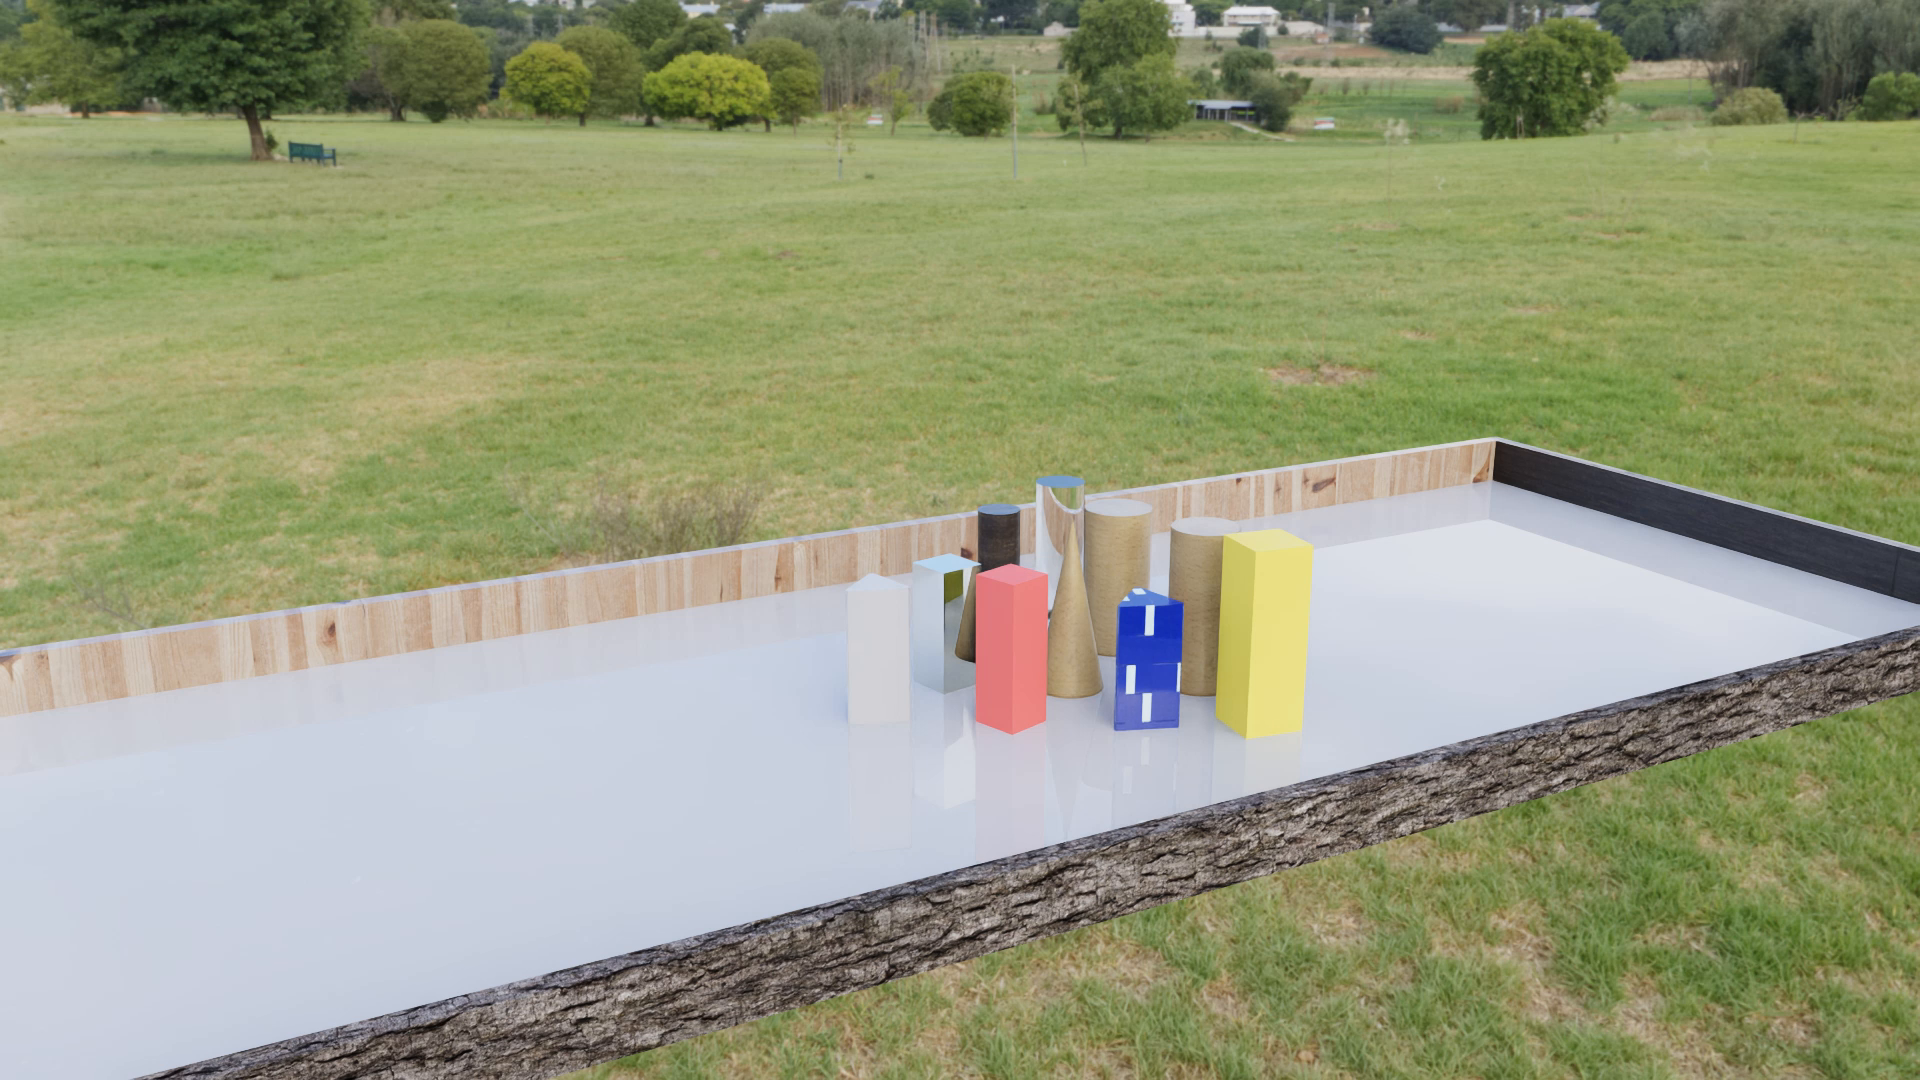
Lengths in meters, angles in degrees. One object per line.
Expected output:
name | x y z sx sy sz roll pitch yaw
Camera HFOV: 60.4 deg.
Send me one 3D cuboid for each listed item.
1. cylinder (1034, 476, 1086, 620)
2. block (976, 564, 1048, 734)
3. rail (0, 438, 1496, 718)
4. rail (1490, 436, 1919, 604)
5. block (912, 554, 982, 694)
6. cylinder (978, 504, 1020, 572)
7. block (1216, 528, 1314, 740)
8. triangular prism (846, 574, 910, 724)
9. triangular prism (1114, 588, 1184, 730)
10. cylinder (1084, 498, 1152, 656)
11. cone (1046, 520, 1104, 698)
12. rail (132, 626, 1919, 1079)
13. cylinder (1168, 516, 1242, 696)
cylinder | 0.278 0.021 4.607 0.136 0.381 0.136 0 16 0
block | 0.120 0.253 3.847 0.118 0.364 0.118 15 22 42
rail | -3.305 0.497 3.399 12.000 0.150 0.050 -9 18 -27
rail | 2.466 -0.048 5.253 0.050 0.150 2.100 -9 18 -27
block | -0.032 0.207 4.098 0.120 0.312 0.120 -13 21 -38
cylinder | 0.102 0.098 4.358 0.111 0.374 0.111 0 16 0
block | 0.703 0.216 3.822 0.148 0.450 0.148 -6 17 -19
triangular prism | -0.200 0.254 3.905 0.147 0.330 0.127 -3 17 -9
triangular prism | 0.428 0.276 3.875 0.154 0.305 0.133 -2 17 -8
cylinder | 0.413 0.098 4.344 0.176 0.381 0.176 0 16 0
cone | 0.273 0.155 4.055 0.170 0.436 0.170 0 16 0
rail | -2.336 1.006 1.665 12.000 0.150 0.050 -9 18 -27
cylinder | 0.599 0.163 4.071 0.171 0.411 0.171 0 16 0
